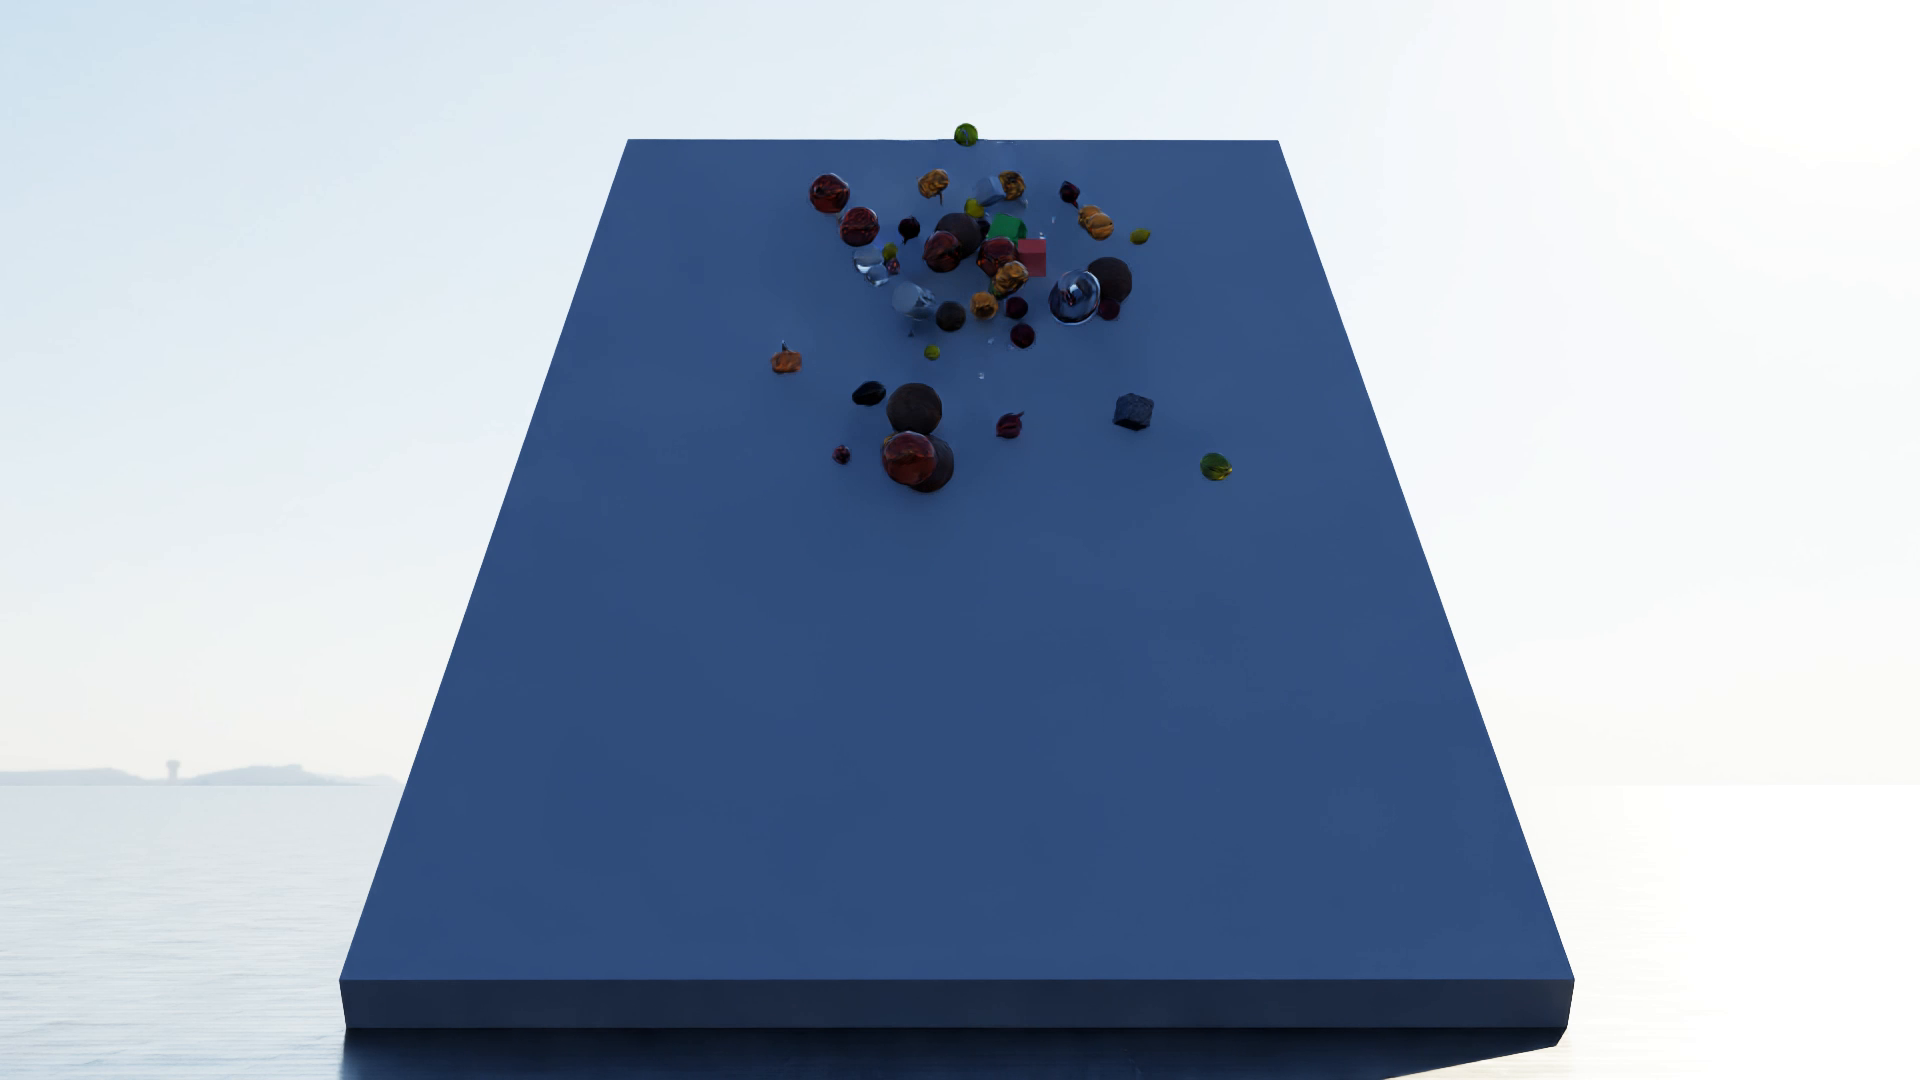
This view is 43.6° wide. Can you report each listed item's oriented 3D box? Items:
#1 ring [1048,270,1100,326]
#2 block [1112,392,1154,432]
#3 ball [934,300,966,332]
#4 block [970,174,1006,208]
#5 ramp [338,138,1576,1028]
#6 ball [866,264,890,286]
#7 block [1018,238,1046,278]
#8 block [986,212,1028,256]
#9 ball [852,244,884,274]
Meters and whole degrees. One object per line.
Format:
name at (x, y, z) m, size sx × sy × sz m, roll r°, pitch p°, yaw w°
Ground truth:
ring at (0.293, -0.619, 6.138) m, size 0.149 × 0.149 × 0.050 m, roll -4°, pitch -18°, yaw 35°
block at (0.404, -0.298, 5.589) m, size 0.064 × 0.064 × 0.064 m, roll 18°, pitch -14°, yaw -23°
ball at (-0.024, -0.569, 6.104) m, size 0.080 × 0.080 × 0.080 m, roll 0°, pitch -6°, yaw 0°
block at (0.080, -0.977, 6.723) m, size 0.062 × 0.062 × 0.062 m, roll -29°, pitch -13°, yaw 27°
ramp at (-0.012, -0.217, 5.656) m, size 2.000 × 0.100 × 4.000 m, roll 0°, pitch 29°, yaw 0°
ball at (-0.218, -0.701, 6.361) m, size 0.060 × 0.060 × 0.060 m, roll 0°, pitch -6°, yaw 0°
block at (0.193, -0.756, 6.438) m, size 0.075 × 0.075 × 0.075 m, roll 1°, pitch 37°, yaw 2°
block at (0.129, -0.833, 6.536) m, size 0.077 × 0.077 × 0.077 m, roll 19°, pitch -9°, yaw 19°
ball at (-0.246, -0.751, 6.429) m, size 0.082 × 0.082 × 0.082 m, roll 0°, pitch -6°, yaw 0°
